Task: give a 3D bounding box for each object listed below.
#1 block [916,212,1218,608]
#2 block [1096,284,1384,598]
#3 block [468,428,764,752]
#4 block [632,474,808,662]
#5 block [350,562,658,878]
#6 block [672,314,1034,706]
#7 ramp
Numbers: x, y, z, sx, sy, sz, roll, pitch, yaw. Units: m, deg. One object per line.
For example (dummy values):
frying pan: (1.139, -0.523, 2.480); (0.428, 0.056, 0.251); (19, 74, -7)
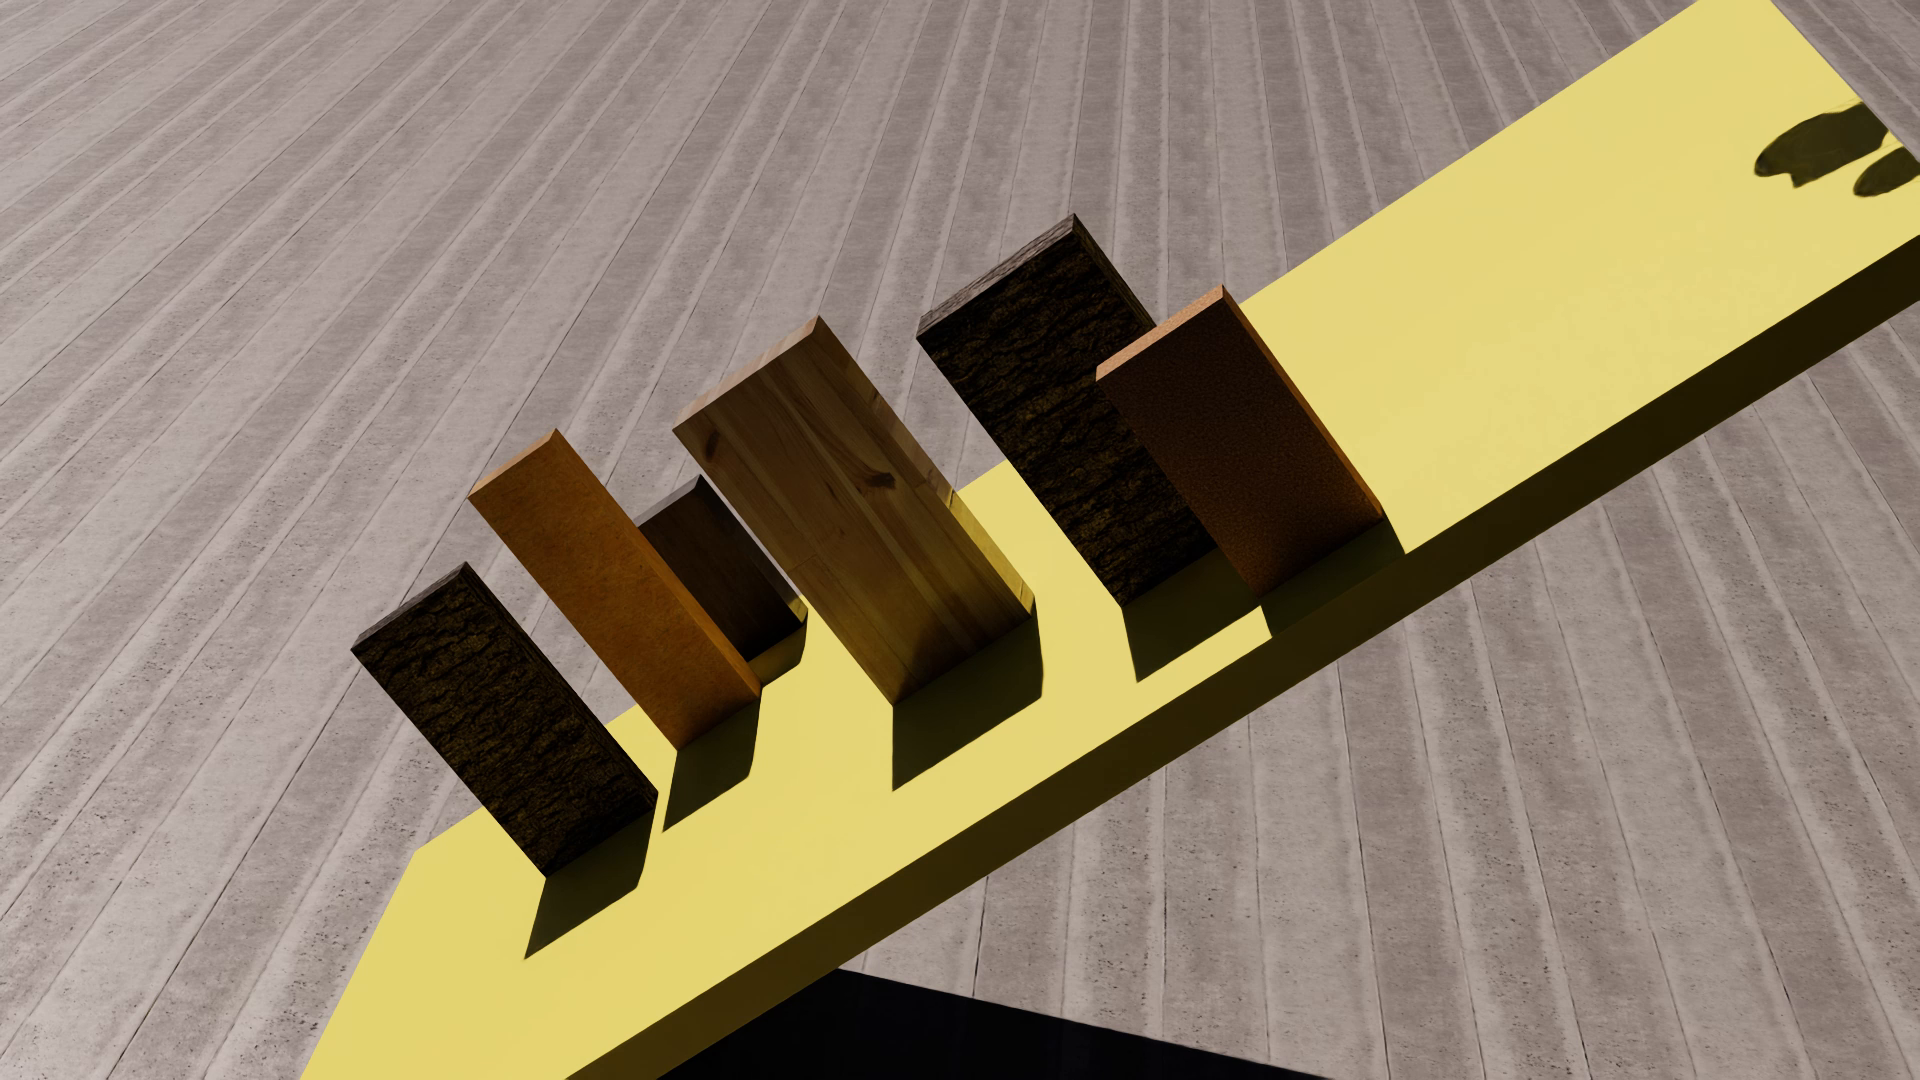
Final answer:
block: (0.269, -0.248, 5.746); (0.369, 0.686, 0.131); (-33, 16, 16)
block: (0.508, -0.175, 5.329); (0.274, 0.515, 0.084); (-33, 16, 16)
block: (-0.801, 0.121, 6.881); (0.246, 0.786, 0.088); (-33, 16, 16)
block: (-0.619, 0.098, 7.204); (0.282, 0.436, 0.104); (-33, 16, 16)
block: (-1.035, 0.415, 6.713); (0.320, 0.703, 0.085); (-33, 16, 16)
block: (-0.216, -0.055, 6.135); (0.365, 0.759, 0.123); (-33, 16, 16)
ramp: (0.132, 0.176, 6.314); (4.000, 0.100, 2.000); (-33, 16, 16)
